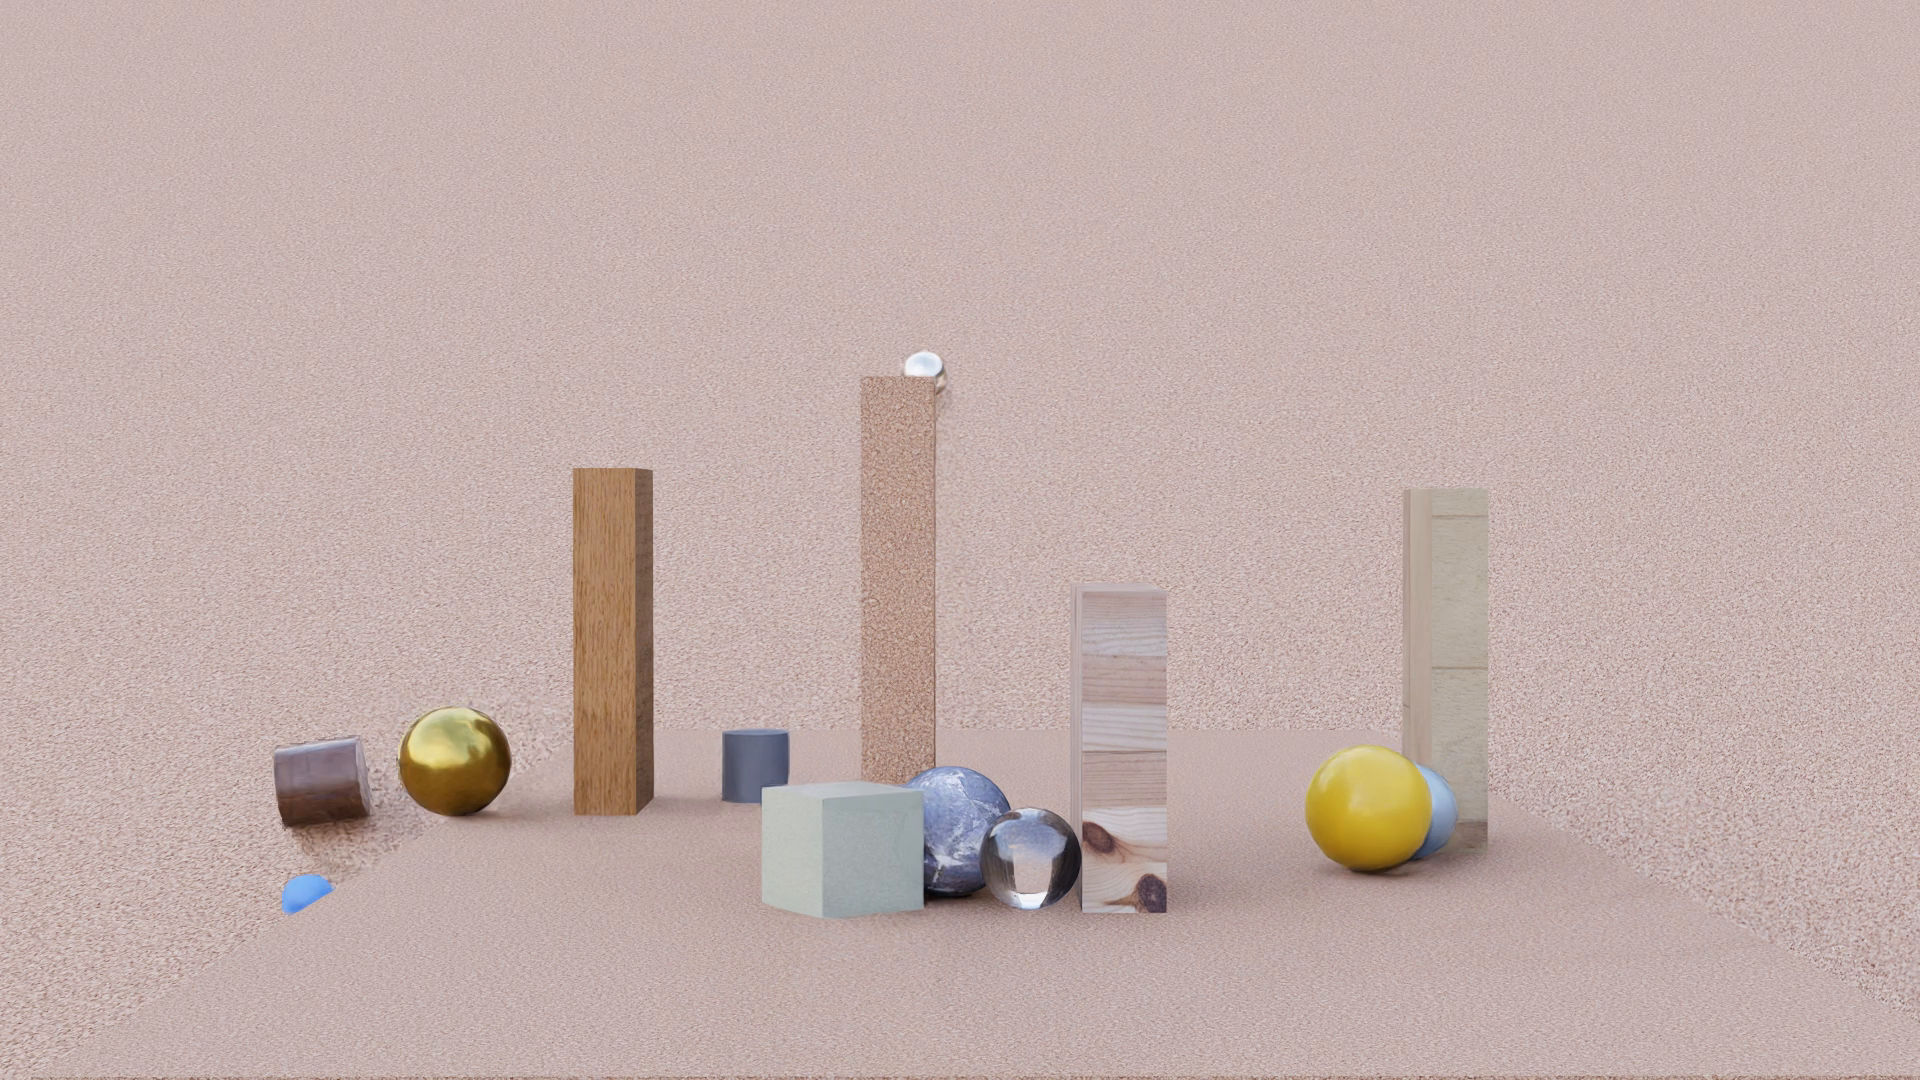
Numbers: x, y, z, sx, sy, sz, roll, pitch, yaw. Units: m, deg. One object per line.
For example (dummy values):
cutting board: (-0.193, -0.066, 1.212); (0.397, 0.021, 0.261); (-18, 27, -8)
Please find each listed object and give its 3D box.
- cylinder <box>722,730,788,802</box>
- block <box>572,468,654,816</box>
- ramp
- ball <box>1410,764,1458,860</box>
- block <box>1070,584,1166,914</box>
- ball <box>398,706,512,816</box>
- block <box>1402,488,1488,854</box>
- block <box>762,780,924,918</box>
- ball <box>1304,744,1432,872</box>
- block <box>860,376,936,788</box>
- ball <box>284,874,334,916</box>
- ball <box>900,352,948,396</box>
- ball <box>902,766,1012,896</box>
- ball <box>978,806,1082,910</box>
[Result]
cylinder: (-0.402, 0.441, 5.059); (0.130, 0.130, 0.130); (0, 1, 0)
block: (-0.659, 0.187, 4.929); (0.115, 0.644, 0.282); (0, 1, 0)
ramp: (0.063, 0.563, 4.601); (2.000, 0.100, 4.000); (0, 1, 0)
ball: (0.729, 0.440, 4.195); (0.155, 0.155, 0.155); (0, 28, 0)
block: (0.232, 0.296, 3.831); (0.119, 0.453, 0.388); (0, 1, 0)
ball: (-0.933, 0.408, 4.773); (0.205, 0.205, 0.205); (0, 28, 0)
block: (0.823, 0.214, 4.392); (0.093, 0.601, 0.277); (0, 1, 0)
block: (-0.169, 0.441, 3.705); (0.168, 0.168, 0.168); (-1, 1, -34)
ball: (0.640, 0.420, 4.044); (0.199, 0.199, 0.199); (0, 28, 0)
block: (-0.094, 0.136, 4.049); (0.109, 0.768, 0.328); (0, 1, 0)
ball: (-1.511, 0.835, 6.001); (0.117, 0.117, 0.117); (0, 28, 0)
ball: (-0.117, -0.547, 8.586); (0.159, 0.159, 0.159); (0, 28, 0)
ball: (-0.014, 0.428, 3.797); (0.191, 0.191, 0.191); (0, 28, 0)
ball: (0.099, 0.452, 3.674); (0.147, 0.147, 0.147); (0, 28, 0)
